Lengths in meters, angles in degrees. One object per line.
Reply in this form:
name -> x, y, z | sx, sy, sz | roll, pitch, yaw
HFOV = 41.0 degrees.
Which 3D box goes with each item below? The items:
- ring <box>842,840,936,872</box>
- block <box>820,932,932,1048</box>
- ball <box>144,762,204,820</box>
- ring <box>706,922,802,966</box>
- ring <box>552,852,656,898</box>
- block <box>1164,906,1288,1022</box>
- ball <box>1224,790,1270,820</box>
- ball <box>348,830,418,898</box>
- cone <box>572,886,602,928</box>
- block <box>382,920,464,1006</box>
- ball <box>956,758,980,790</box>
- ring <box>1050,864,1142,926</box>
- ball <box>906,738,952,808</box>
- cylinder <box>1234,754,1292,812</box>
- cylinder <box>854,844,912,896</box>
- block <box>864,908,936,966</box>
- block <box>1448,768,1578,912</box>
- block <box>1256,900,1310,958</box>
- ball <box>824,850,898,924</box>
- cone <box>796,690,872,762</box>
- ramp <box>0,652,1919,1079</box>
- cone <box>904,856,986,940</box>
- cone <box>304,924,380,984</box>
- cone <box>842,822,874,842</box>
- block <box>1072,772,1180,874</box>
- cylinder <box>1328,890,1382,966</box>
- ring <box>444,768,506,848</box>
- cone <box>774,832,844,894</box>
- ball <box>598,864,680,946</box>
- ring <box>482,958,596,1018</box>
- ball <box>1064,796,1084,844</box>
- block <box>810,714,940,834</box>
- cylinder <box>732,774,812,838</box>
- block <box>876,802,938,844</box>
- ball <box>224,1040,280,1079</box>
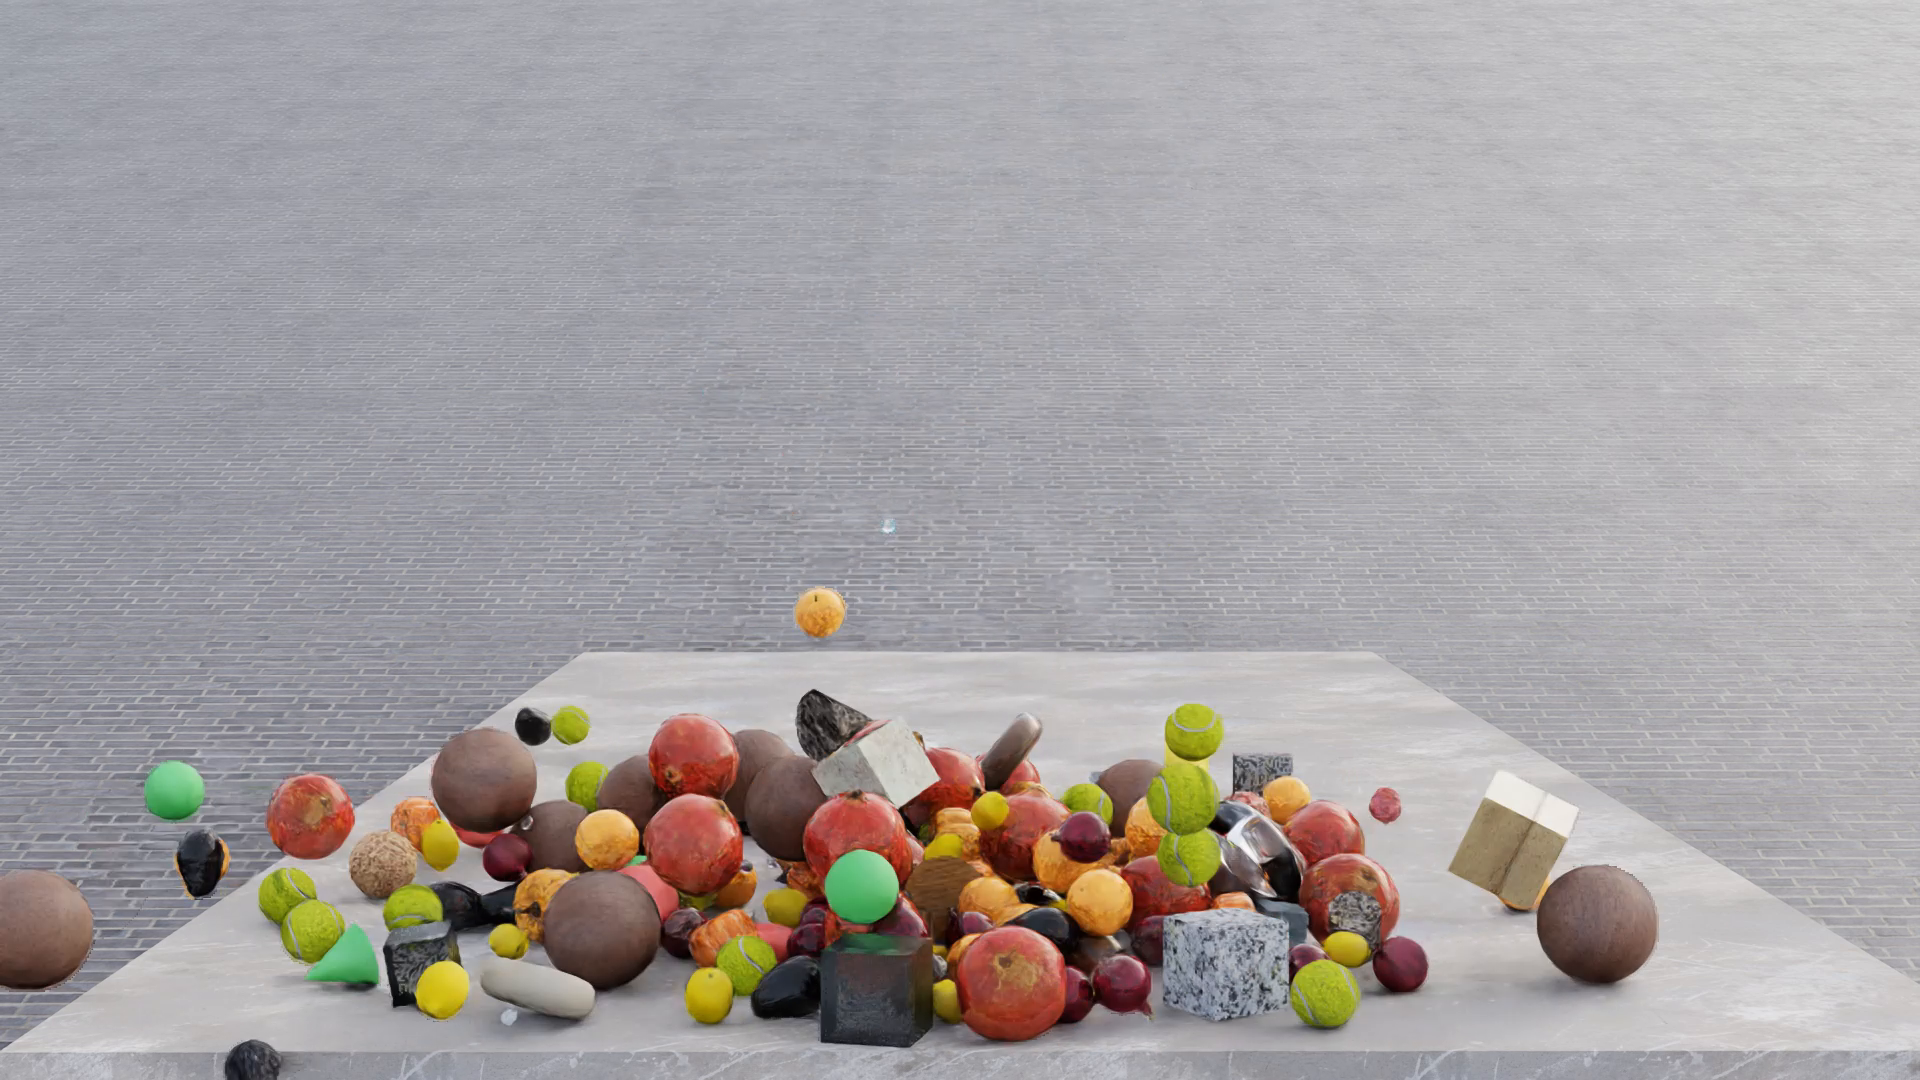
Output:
ring -> -0.099, 0.430, 3.442 | 0.136, 0.045, 0.136 | -5, 0, 0
block -> -0.084, 0.454, 2.597 | 0.092, 0.092, 0.092 | 1, 3, 14
ball -> -1.101, 0.352, 3.601 | 0.082, 0.082, 0.082 | 0, 21, 0
ring -> -0.236, 0.462, 2.944 | 0.110, 0.037, 0.110 | 2, 0, 0
ring -> -0.460, 0.437, 3.340 | 0.140, 0.047, 0.140 | 0, 4, 0
block -> 0.281, 0.447, 2.715 | 0.094, 0.094, 0.094 | -2, 4, -30
ball -> 0.412, 0.401, 3.725 | 0.075, 0.075, 0.075 | 0, 21, 0
ball -> -0.744, 0.418, 3.315 | 0.087, 0.087, 0.087 | 0, 21, 0
cone -> -0.437, 0.458, 3.144 | 0.054, 0.054, 0.054 | 32, -1, -38
block -> -0.573, 0.452, 2.748 | 0.066, 0.066, 0.066 | -9, 8, -3
ball -> 0.018, 0.385, 4.225 | 0.051, 0.051, 0.051 | 0, 21, 0
ring -> 0.163, 0.424, 3.067 | 0.119, 0.040, 0.119 | 26, -2, 1
ball -> -0.058, 0.323, 3.566 | 0.095, 0.095, 0.095 | 0, 21, 0
cylinder -> 0.471, 0.378, 3.991 | 0.090, 0.090, 0.090 | -1, 21, 8
cylinder -> -0.100, 0.426, 3.318 | 0.066, 0.066, 0.066 | -2, 21, 8
block -> -0.068, 0.450, 2.897 | 0.062, 0.062, 0.062 | 1, -2, 17
block -> 0.621, 0.336, 2.881 | 0.099, 0.099, 0.099 | 26, 21, 13
block -> 0.369, 0.449, 2.968 | 0.051, 0.051, 0.051 | 7, 6, -5
ball -> -0.104, 0.368, 2.722 | 0.078, 0.078, 0.078 | 0, 21, 0
cone -> -0.140, 0.222, 3.118 | 0.086, 0.086, 0.086 | -3, 19, -38
ramp -> 0.049, 0.444, 4.532 | 2.000, 0.100, 4.000 | 0, 3, 0
cone -> -0.022, 0.412, 3.003 | 0.097, 0.097, 0.097 | -2, 0, -5
cone -> -0.681, 0.464, 2.797 | 0.072, 0.072, 0.072 | -20, 29, -31
cone -> -0.159, 0.421, 3.757 | 0.052, 0.052, 0.052 | -12, -14, -29
block -> 0.226, 0.382, 3.471 | 0.098, 0.098, 0.098 | 5, 63, 27
cylinder -> 0.444, 0.437, 2.891 | 0.059, 0.059, 0.059 | -3, 42, 3
ring -> -0.686, 0.379, 3.634 | 0.118, 0.118, 0.039 | 19, 24, 40
cone -> -0.202, 0.431, 3.329 | 0.087, 0.087, 0.087 | -18, 15, 20
ball -> -0.378, 0.430, 3.025 | 0.095, 0.095, 0.095 | 0, 21, 0
ring -> -0.434, 0.462, 2.646 | 0.122, 0.041, 0.122 | 14, -16, 4
ball -> 0.187, 0.403, 3.686 | 0.075, 0.075, 0.075 | 0, 21, 0
block -> -0.102, 0.282, 3.086 | 0.091, 0.091, 0.091 | -32, -1, 40
cylinder -> -0.276, 0.390, 3.772 | 0.092, 0.092, 0.092 | 1, 21, 13
block -> -0.078, 0.395, 3.745 | 0.085, 0.085, 0.085 | 0, 3, -4
ball -> -0.689, 0.513, 2.501 | 0.052, 0.052, 0.052 | 0, 21, 0
